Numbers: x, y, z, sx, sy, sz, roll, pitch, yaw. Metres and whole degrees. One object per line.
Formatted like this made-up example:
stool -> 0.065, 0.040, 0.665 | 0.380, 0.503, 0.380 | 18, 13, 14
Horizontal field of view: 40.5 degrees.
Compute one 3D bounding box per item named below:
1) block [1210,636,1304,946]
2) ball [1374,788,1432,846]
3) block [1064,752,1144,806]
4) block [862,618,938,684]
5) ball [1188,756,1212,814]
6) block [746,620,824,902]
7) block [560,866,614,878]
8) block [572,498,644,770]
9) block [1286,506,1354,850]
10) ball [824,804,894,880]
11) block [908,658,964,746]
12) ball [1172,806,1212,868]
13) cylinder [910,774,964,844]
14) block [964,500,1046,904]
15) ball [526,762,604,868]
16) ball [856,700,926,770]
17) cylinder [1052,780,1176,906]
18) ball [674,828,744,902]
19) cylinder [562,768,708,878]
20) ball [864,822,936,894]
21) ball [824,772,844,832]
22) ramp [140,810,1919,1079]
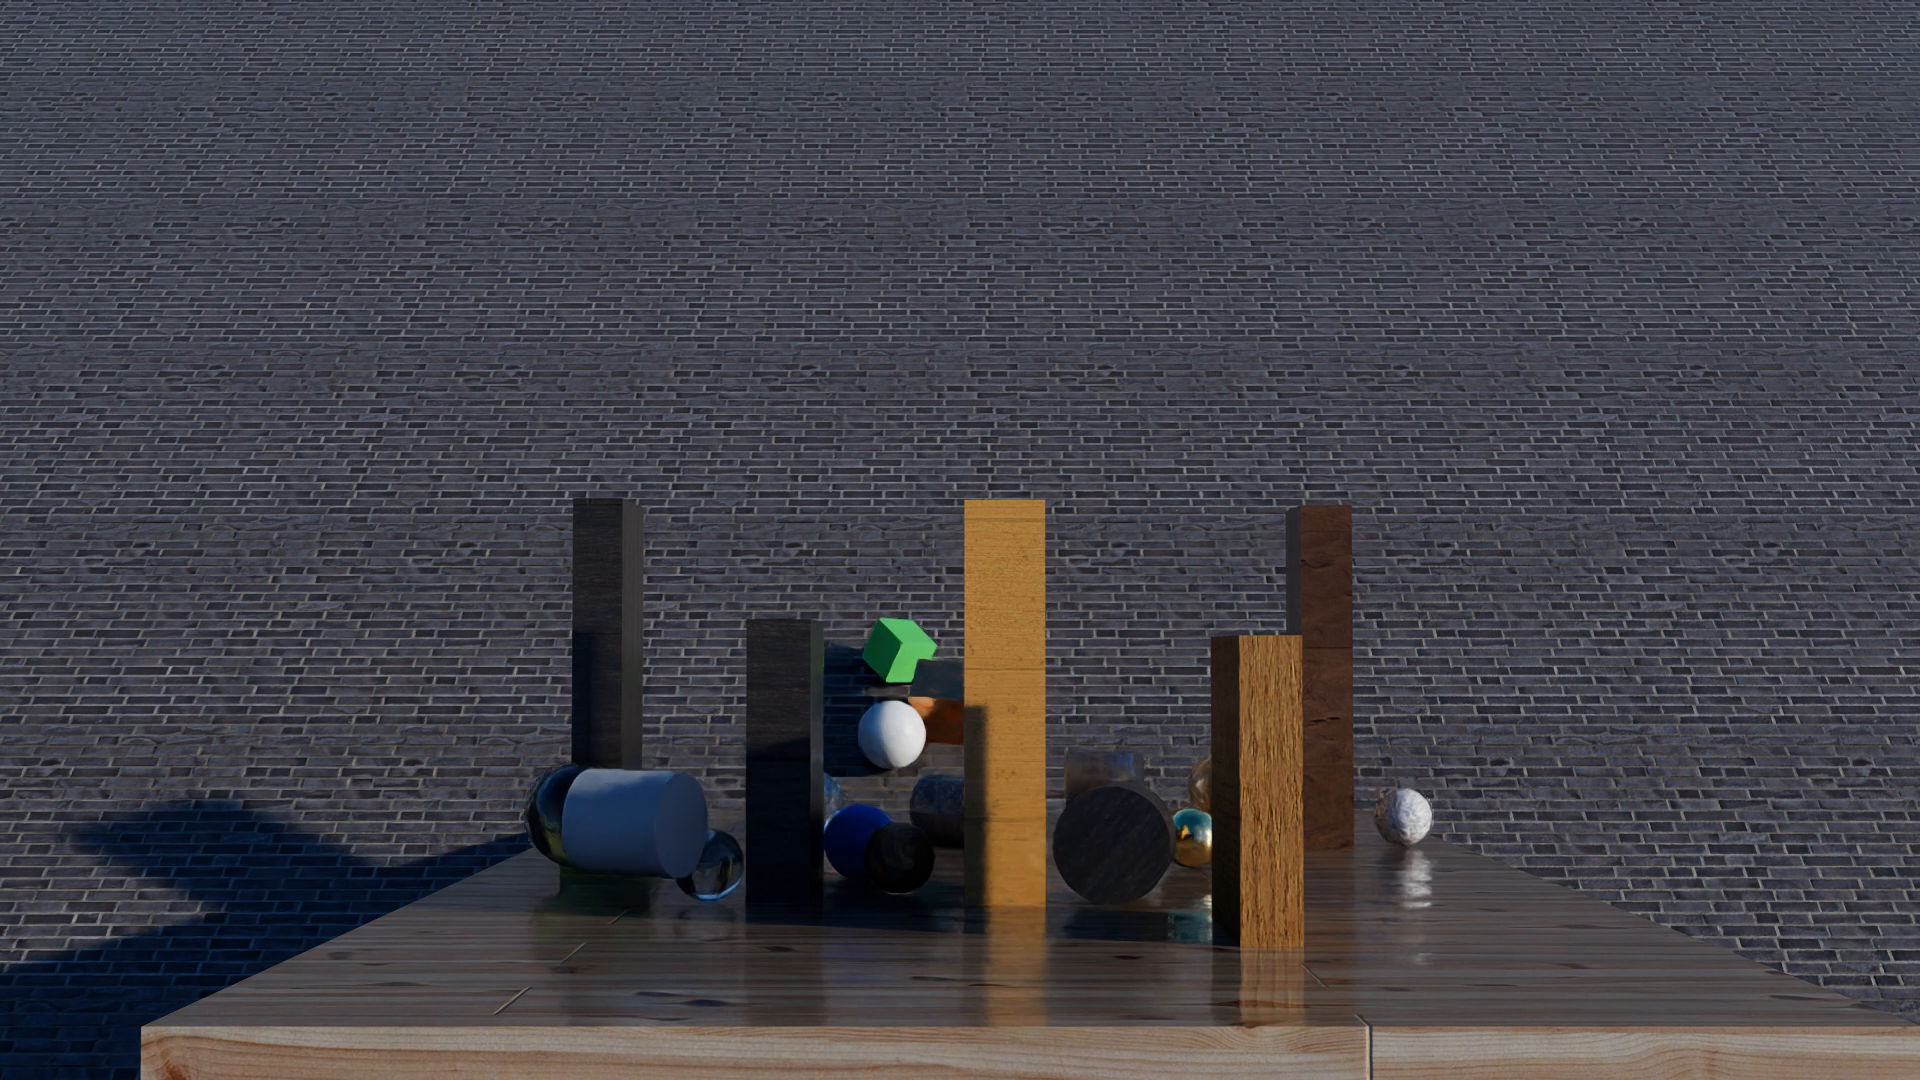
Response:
block -> 0.446, 0.368, 3.931 | 0.091, 0.444, 0.418 | 0, -2, 0
ball -> 0.961, 0.601, 5.647 | 0.125, 0.125, 0.125 | 0, 37, 0
block -> 0.359, 0.613, 6.451 | 0.171, 0.171, 0.171 | -1, -3, 12
block -> -0.173, 0.317, 7.436 | 0.131, 0.131, 0.131 | 6, 27, -40
ball -> 0.650, 0.616, 6.462 | 0.166, 0.166, 0.166 | 0, 37, 0
block -> -0.306, 0.380, 4.584 | 0.108, 0.475, 0.417 | 0, -2, 0
block -> -0.676, 0.551, 4.959 | 0.167, 0.167, 0.167 | 0, -2, -8
block -> -0.706, 0.285, 5.226 | 0.096, 0.720, 0.339 | 0, -2, 0
block -> 0.786, 0.298, 5.697 | 0.109, 0.735, 0.263 | 0, -2, 0
ball -> -0.182, 0.558, 4.803 | 0.140, 0.140, 0.140 | 0, 37, 0
block -> -0.049, 0.453, 7.266 | 0.162, 0.162, 0.162 | 5, 37, 6
ball -> 0.451, 0.579, 5.068 | 0.120, 0.120, 0.120 | 0, 37, 0
cylinder -> -0.002, 0.589, 5.690 | 0.153, 0.153, 0.153 | -2, 28, 42
block -> 0.075, 0.277, 4.511 | 0.135, 0.675, 0.334 | 0, -2, 0
ball -> -0.699, 0.504, 4.775 | 0.194, 0.194, 0.194 | 0, 37, 0
ball -> -0.188, 0.534, 7.134 | 0.190, 0.190, 0.190 | 0, 37, 0
cylinder -> 0.265, 0.513, 4.422 | 0.196, 0.196, 0.196 | 6, -2, 8
ball -> -0.425, 0.549, 4.397 | 0.122, 0.122, 0.122 | 0, 37, 0
cylinder -> -0.538, 0.469, 4.311 | 0.175, 0.175, 0.175 | 0, 34, 24
ball -> -0.106, 0.554, 4.536 | 0.124, 0.124, 0.124 | 0, 37, 0
ball -> -0.344, 0.605, 6.011 | 0.149, 0.149, 0.149 | 0, 37, 0
ramp -> 0.081, 0.682, 4.916 | 2.000, 0.100, 4.000 | 0, -2, 0
